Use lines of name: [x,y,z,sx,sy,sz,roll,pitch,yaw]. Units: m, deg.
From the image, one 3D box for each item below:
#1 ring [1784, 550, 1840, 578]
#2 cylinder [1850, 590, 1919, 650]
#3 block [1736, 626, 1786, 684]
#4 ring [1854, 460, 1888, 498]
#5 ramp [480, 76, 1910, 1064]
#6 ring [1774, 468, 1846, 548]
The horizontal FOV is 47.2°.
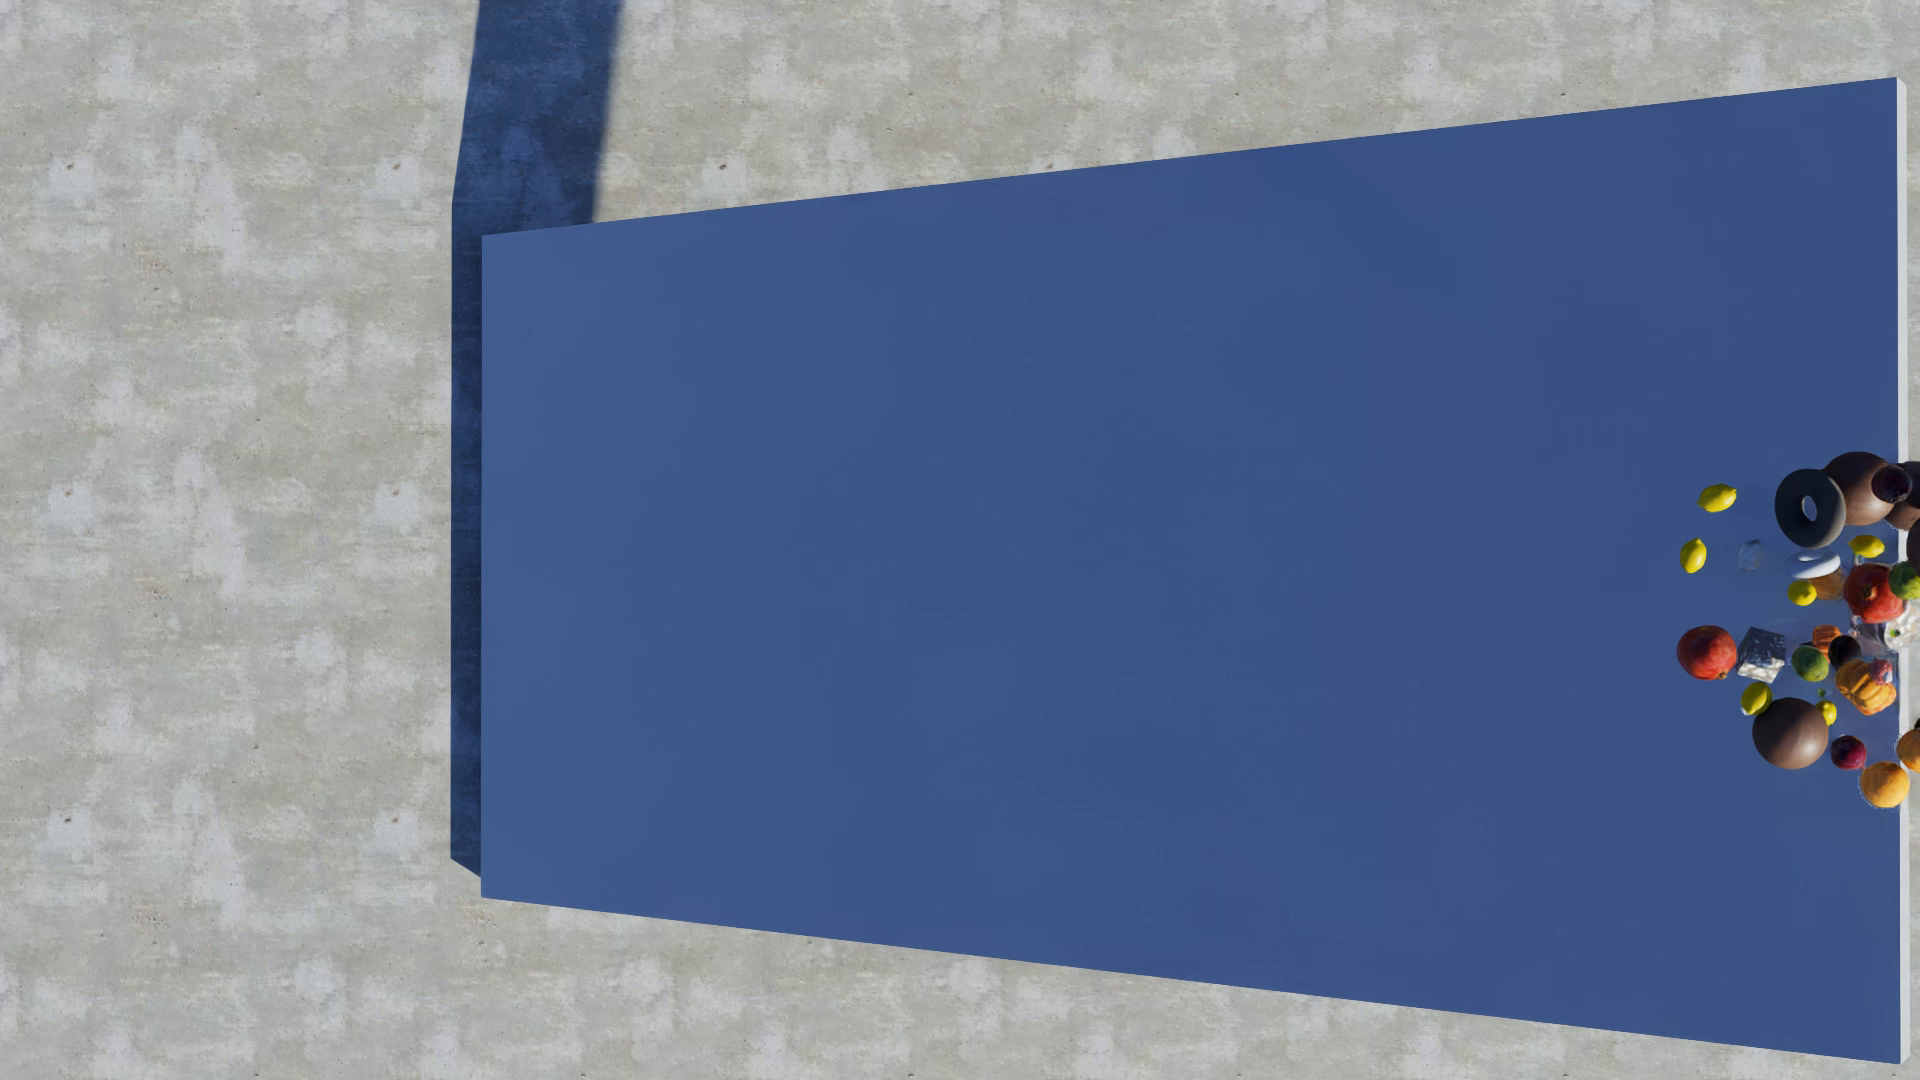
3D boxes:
ring: [1.514,0.042,3.906,0.094,0.094,0.031,-15,102,0]
cylinder: [1.853,0.160,4.404,0.095,0.095,0.095,-8,112,-21]
block: [1.495,0.214,4.103,0.065,0.065,0.065,15,47,4]
ring: [1.699,-0.113,4.103,0.026,0.077,0.077,27,90,-8]
ramp: [0.255,0.070,5.589,4.000,0.100,2.000,0,89,33]
ring: [1.457,-0.054,3.770,0.046,0.139,0.139,-10,89,-25]
